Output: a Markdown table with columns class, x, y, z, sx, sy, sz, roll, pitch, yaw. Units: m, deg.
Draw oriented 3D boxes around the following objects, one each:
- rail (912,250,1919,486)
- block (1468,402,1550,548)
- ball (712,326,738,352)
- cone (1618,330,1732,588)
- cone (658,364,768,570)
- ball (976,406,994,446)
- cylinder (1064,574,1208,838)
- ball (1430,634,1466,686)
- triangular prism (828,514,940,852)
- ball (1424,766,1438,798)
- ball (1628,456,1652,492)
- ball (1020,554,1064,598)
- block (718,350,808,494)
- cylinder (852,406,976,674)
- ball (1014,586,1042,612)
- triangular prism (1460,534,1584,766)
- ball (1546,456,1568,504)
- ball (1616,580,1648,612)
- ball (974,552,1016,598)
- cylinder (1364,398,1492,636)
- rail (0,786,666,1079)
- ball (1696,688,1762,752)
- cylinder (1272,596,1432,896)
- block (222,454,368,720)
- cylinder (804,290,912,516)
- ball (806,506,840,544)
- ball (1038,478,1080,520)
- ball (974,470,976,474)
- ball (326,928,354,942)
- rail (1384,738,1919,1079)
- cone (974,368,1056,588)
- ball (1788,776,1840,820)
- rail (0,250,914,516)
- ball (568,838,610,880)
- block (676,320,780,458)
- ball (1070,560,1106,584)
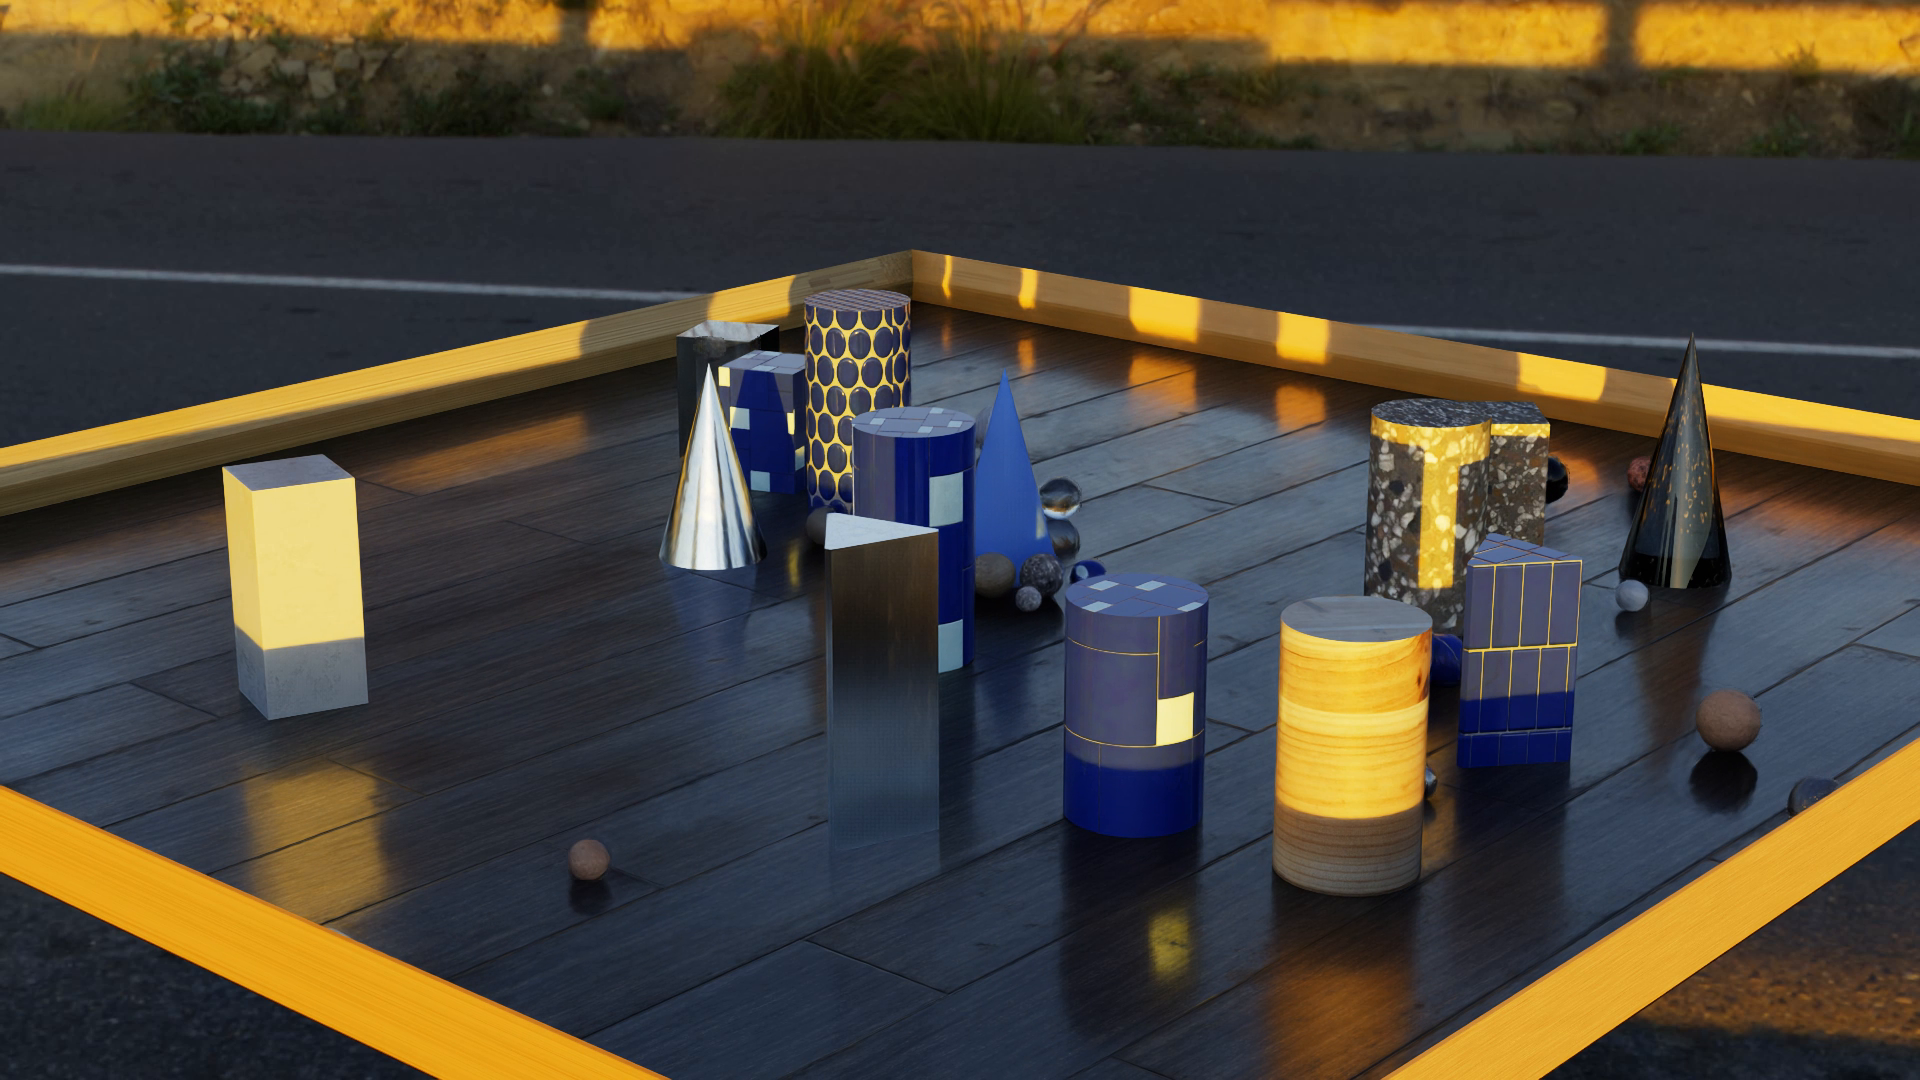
| class | x | y | z | sx | sy | sz | roll | pitch | yaw |
| --- | --- | --- | --- | --- | --- | --- | --- | --- | --- |
| rail | 1.150 | -0.349 | 6.388 | 3.414 | 0.130 | 0.045 | 14 | 22 | 39 |
| block | 0.931 | -0.070 | 5.140 | 0.160 | 0.316 | 0.160 | 0 | 17 | 1 |
| ball | -0.554 | -0.473 | 6.919 | 0.062 | 0.062 | 0.062 | 0 | 17 | 0 |
| cone | 1.285 | -0.156 | 5.204 | 0.200 | 0.445 | 0.200 | 0 | 17 | 0 |
| cone | -0.452 | -0.147 | 5.322 | 0.200 | 0.359 | 0.200 | 0 | 17 | 0 |
| ball | 0.074 | -0.230 | 6.057 | 0.094 | 0.094 | 0.094 | 0 | 17 | 0 |
| cylinder | 0.246 | 0.231 | 4.129 | 0.200 | 0.323 | 0.200 | 0 | 17 | 0 |
| ball | 0.771 | 0.191 | 4.675 | 0.085 | 0.085 | 0.085 | 0 | 17 | 0 |
| triangular prism | -0.141 | 0.190 | 4.072 | 0.173 | 0.435 | 0.150 | -10 | 19 | -30 |
| ball | 0.661 | 0.347 | 4.216 | 0.050 | 0.050 | 0.050 | 0 | 17 | 0 |
| ball | 1.348 | -0.129 | 5.762 | 0.072 | 0.072 | 0.072 | 0 | 17 | 0 |
| ball | 0.143 | 0.063 | 5.111 | 0.078 | 0.078 | 0.078 | 0 | 17 | 0 |
| block | -0.368 | -0.235 | 5.818 | 0.160 | 0.242 | 0.160 | 7 | 18 | 21 |
| cylinder | -0.075 | 0.000 | 4.770 | 0.200 | 0.396 | 0.200 | 0 | 17 | 0 |
| ball | 0.117 | 0.102 | 5.040 | 0.045 | 0.045 | 0.045 | 0 | 17 | 0 |
| triangular prism | 0.812 | 0.161 | 4.380 | 0.173 | 0.313 | 0.150 | -3 | 17 | -9 |
| ball | 1.130 | -0.117 | 5.680 | 0.095 | 0.095 | 0.095 | 0 | 17 | 0 |
| ball | 1.156 | 0.095 | 5.044 | 0.055 | 0.055 | 0.055 | 0 | 17 | 0 |
| ball | 0.056 | 0.061 | 5.113 | 0.081 | 0.081 | 0.081 | 0 | 17 | 0 |
| cylinder | 0.787 | -0.038 | 4.949 | 0.200 | 0.365 | 0.200 | 0 | 17 | 0 |
| rail | -1.150 | 0.415 | 3.851 | 3.414 | 0.130 | 0.045 | 14 | 22 | 39 |
| ball | 1.152 | 0.270 | 4.394 | 0.095 | 0.095 | 0.095 | 0 | 17 | 0 |
| cylinder | 0.525 | 0.274 | 3.930 | 0.200 | 0.355 | 0.200 | 0 | 17 | 0 |
| block | -1.038 | 0.071 | 4.582 | 0.160 | 0.367 | 0.160 | -9 | 19 | -28 |
| cylinder | -0.192 | -0.248 | 5.553 | 0.200 | 0.420 | 0.200 | 0 | 17 | 0 |
| ball | -0.250 | -0.026 | 5.421 | 0.071 | 0.071 | 0.071 | 0 | 17 | 0 |
| ball | 0.189 | -0.079 | 5.578 | 0.081 | 0.081 | 0.081 | 0 | 17 | 0 |
| ball | 0.006 | -0.101 | 5.644 | 0.085 | 0.085 | 0.085 | 0 | 17 | 0 |
| ball | -0.780 | 0.515 | 3.616 | 0.075 | 0.075 | 0.075 | 0 | 17 | 0 |
| rail | 1.271 | 0.351 | 4.063 | 0.045 | 0.130 | 3.557 | 14 | 22 | 39 |
| cone | 0.079 | -0.125 | 5.219 | 0.200 | 0.375 | 0.200 | 0 | 17 | 0 |
| ball | 1.194 | 0.371 | 4.083 | 0.082 | 0.082 | 0.082 | 0 | 17 | 0 |
| rail | -1.271 | -0.286 | 6.176 | 0.045 | 0.130 | 3.557 | 14 | 22 | 39 |
| ball | -0.499 | 0.429 | 3.935 | 0.056 | 0.056 | 0.056 | 0 | 17 | 0 |
| block | -0.474 | -0.305 | 6.026 | 0.160 | 0.256 | 0.160 | 6 | 18 | 18 |
| ball | 0.225 | 0.067 | 5.123 | 0.065 | 0.065 | 0.065 | 0 | 17 | 0 |
